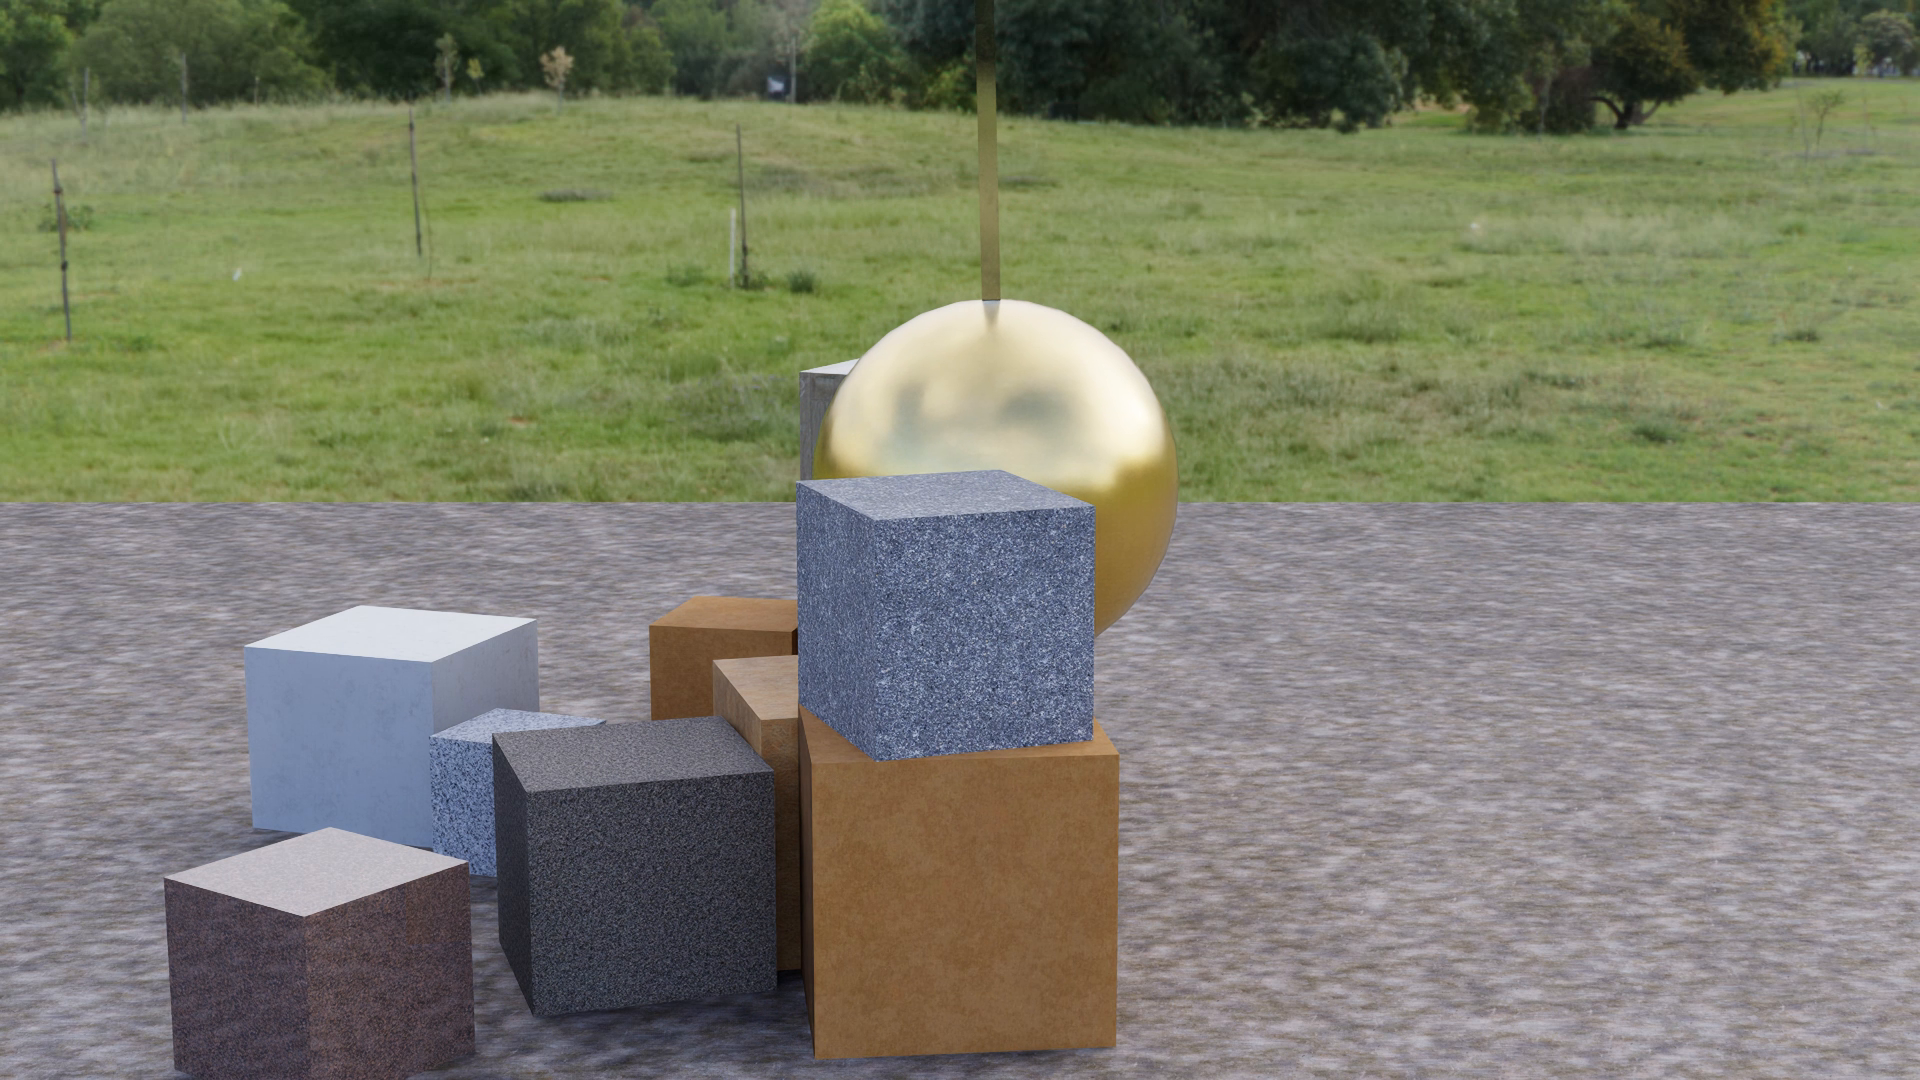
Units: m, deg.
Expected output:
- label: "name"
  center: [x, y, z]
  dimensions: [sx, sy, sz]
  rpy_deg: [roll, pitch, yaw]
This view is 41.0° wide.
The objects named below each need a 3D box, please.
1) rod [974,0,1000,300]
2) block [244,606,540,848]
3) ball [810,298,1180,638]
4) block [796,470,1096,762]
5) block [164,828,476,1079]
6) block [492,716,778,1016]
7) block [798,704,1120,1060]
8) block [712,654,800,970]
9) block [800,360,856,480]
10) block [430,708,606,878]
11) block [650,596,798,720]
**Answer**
- label: "rod"
  center: [0.067, -3.591, 10.527]
  dimensions: [0.080, 5.200, 0.080]
  rpy_deg: [-1, 10, 0]
- label: "block"
  center: [-2.702, 0.872, 12.320]
  dimensions: [0.997, 0.877, 0.988]
  rpy_deg: [4, 11, 19]
- label: "ball"
  center: [0.154, -0.247, 11.135]
  dimensions: [1.600, 1.600, 1.600]
  rpy_deg: [0, 10, 0]
- label: "block"
  center: [-0.069, 0.254, 9.576]
  dimensions: [0.838, 0.869, 0.926]
  rpy_deg: [-4, 11, -20]
- label: "block"
  center: [-2.285, 1.523, 9.192]
  dimensions: [0.740, 0.715, 0.755]
  rpy_deg: [7, 13, 35]
- label: "block"
  center: [-1.300, 1.263, 10.165]
  dimensions: [0.946, 0.877, 0.908]
  rpy_deg: [-3, 11, -18]
- label: "block"
  center: [-0.031, 1.235, 9.688]
  dimensions: [1.102, 1.103, 0.961]
  rpy_deg: [-1, 10, -6]
- label: "block"
  center: [-0.482, 1.091, 10.694]
  dimensions: [0.902, 1.027, 1.077]
  rpy_deg: [-3, 11, -15]
- label: "block"
  center: [-0.115, -0.414, 12.795]
  dimensions: [1.000, 0.912, 1.016]
  rpy_deg: [5, 11, 24]
- label: "block"
  center: [-1.981, 1.144, 11.569]
  dimensions: [0.575, 0.610, 0.560]
  rpy_deg: [4, 11, 22]
- label: "block"
  center: [-1.092, 0.780, 12.927]
  dimensions: [0.725, 0.840, 0.739]
  rpy_deg: [2, 11, 12]
